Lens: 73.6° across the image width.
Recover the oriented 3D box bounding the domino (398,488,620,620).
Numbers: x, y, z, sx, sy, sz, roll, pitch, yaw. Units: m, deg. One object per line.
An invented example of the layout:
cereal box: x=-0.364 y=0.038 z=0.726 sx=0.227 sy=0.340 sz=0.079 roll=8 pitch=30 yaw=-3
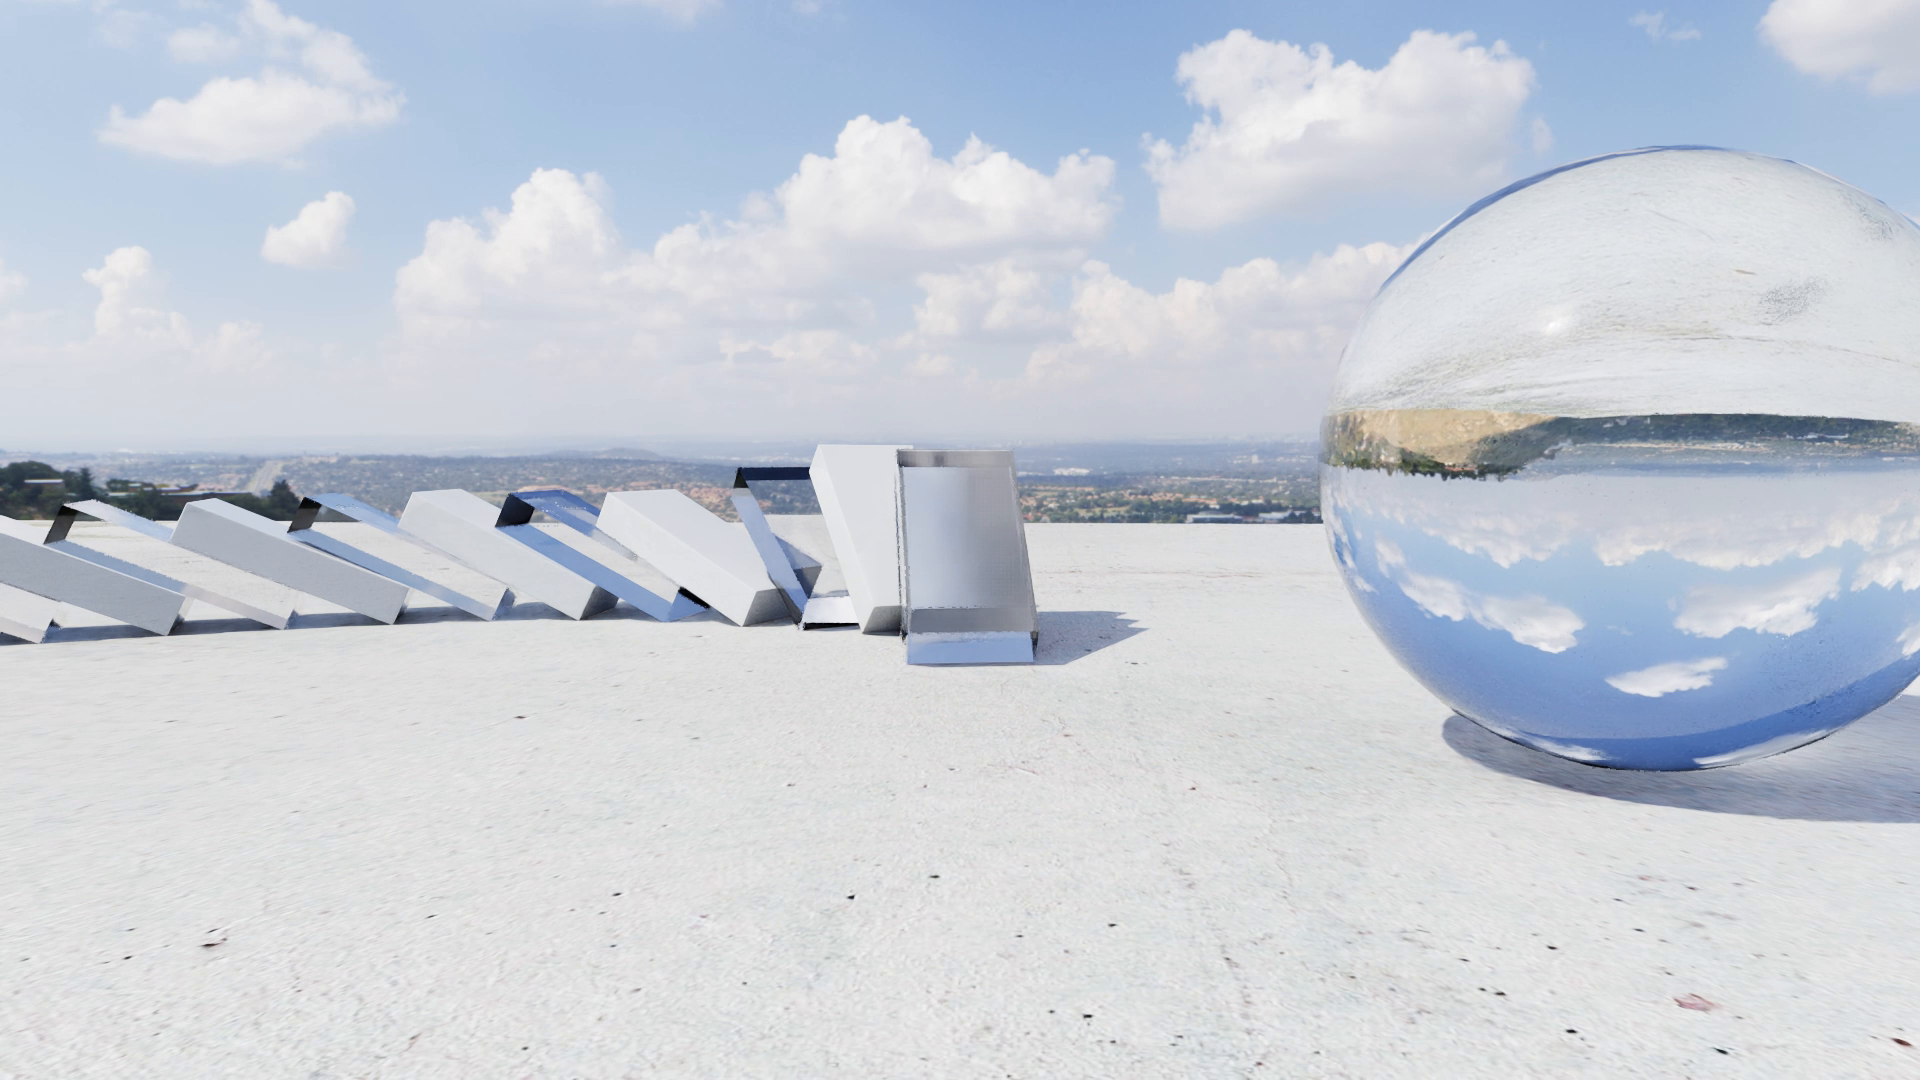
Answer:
domino: x=-0.111 y=0.003 z=0.321 sx=0.050 sy=0.009 sz=0.025 roll=27 pitch=6 yaw=2

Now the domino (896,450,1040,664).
domino: x=0.001 y=0.002 z=0.263 sx=0.025 sy=0.009 sz=0.050 roll=0 pitch=47 yaw=-6

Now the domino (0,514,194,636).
domino: x=-0.200 y=0.006 z=0.286 sx=0.050 sy=0.010 sz=0.025 roll=25 pitch=-6 yaw=-23

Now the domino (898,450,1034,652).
domino: x=0.000 y=0.001 z=0.277 sx=0.025 sy=0.009 sz=0.050 roll=0 pitch=47 yaw=-6

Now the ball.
ball: x=0.088 y=-0.010 z=0.168 sx=0.080 sy=0.080 sz=0.080 roll=0 pitch=4 yaw=0

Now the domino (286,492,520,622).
domino: x=-0.135 y=0.004 z=0.316 sx=0.050 sy=0.009 sz=0.025 roll=25 pitch=0 yaw=-10

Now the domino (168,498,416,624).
domino: x=-0.157 y=0.005 z=0.306 sx=0.050 sy=0.009 sz=0.025 roll=24 pitch=-3 yaw=-17

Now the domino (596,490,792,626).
domino: x=-0.063 y=0.003 z=0.318 sx=0.050 sy=0.009 sz=0.025 roll=31 pitch=17 yaw=23

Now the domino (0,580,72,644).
domino: x=-0.220 y=0.007 z=0.274 sx=0.050 sy=0.009 sz=0.025 roll=26 pitch=-8 yaw=-26

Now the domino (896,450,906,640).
domino: x=-0.001 y=0.000 z=0.291 sx=0.025 sy=0.009 sz=0.050 roll=0 pitch=47 yaw=-5

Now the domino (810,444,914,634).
domino: x=-0.017 y=-0.001 z=0.304 sx=0.025 sy=0.050 sz=0.009 roll=-1 pitch=-40 yaw=-26

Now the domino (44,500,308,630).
domino: x=-0.179 y=0.006 z=0.297 sx=0.050 sy=0.010 sz=0.025 roll=25 pitch=-5 yaw=-20

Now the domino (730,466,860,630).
domino: x=-0.035 y=0.001 z=0.313 sx=0.025 sy=0.009 sz=0.050 roll=-3 pitch=40 yaw=-31

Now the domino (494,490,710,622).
domino: x=-0.087 y=0.003 z=0.321 sx=0.050 sy=0.009 sz=0.025 roll=28 pitch=10 yaw=10
